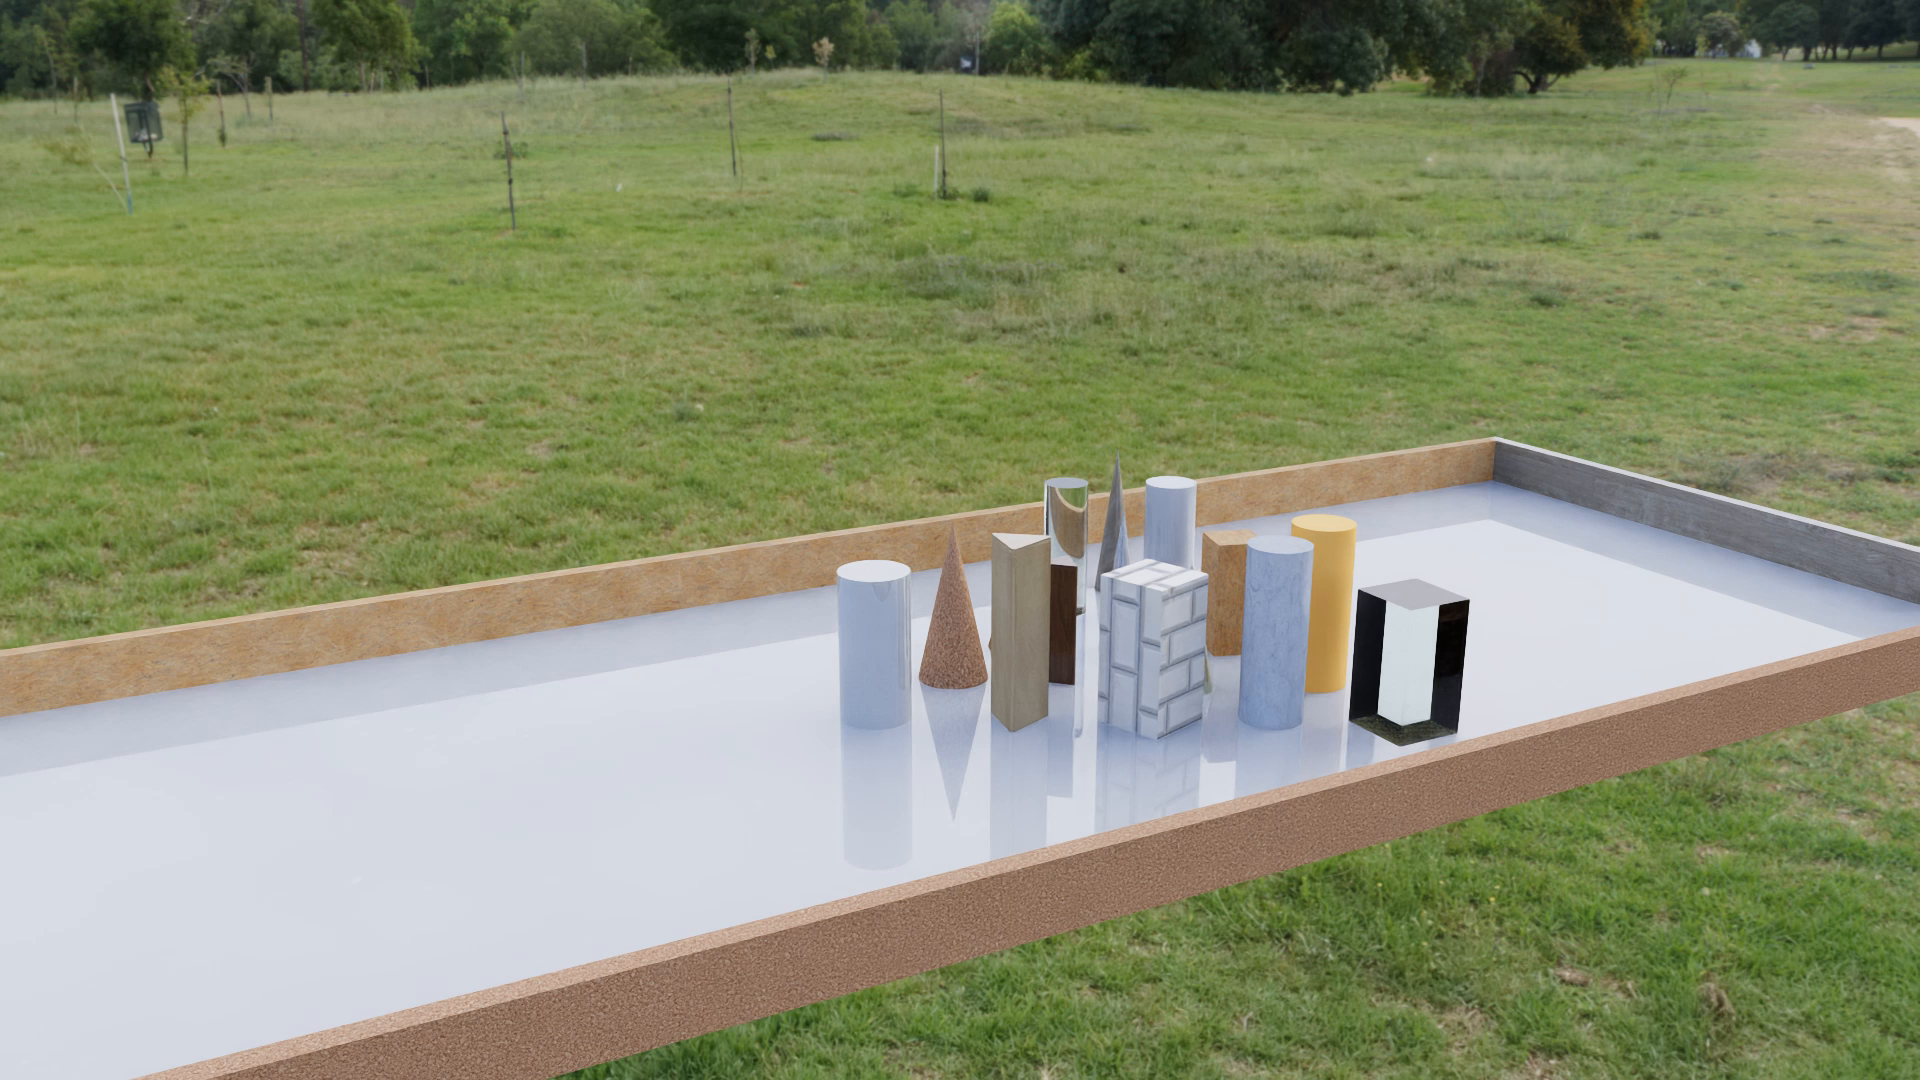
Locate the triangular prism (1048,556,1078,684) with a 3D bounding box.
[{"bbox_3d":[0.255,0.198,4.130,0.093,0.311,0.081,5,17,17],"label":"triangular prism"}]

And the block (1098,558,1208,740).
[{"bbox_3d":[0.449,0.252,3.856,0.176,0.361,0.176,15,22,42],"label":"block"}]

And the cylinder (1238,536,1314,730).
[{"bbox_3d":[0.738,0.216,3.858,0.152,0.430,0.152,0,16,0],"label":"cylinder"}]

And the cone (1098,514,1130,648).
[{"bbox_3d":[0.423,0.104,4.316,0.115,0.386,0.115,0,16,0],"label":"cone"}]

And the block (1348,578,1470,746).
[{"bbox_3d":[1.038,0.280,3.820,0.176,0.328,0.176,-8,18,-26],"label":"block"}]

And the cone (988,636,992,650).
[{"bbox_3d":[0.160,0.138,4.351,0.171,0.301,0.171,0,16,0],"label":"cone"}]

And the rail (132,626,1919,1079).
[{"bbox_3d":[-2.336,1.006,1.665,12.000,0.150,0.050,-9,18,-27],"label":"rail"}]

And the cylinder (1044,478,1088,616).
[{"bbox_3d":[0.295,0.020,4.625,0.123,0.373,0.123,0,16,0],"label":"cylinder"}]

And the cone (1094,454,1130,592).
[{"bbox_3d":[0.455,-0.062,4.809,0.116,0.426,0.116,0,16,0],"label":"cone"}]

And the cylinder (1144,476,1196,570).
[{"bbox_3d":[0.583,0.023,4.600,0.140,0.381,0.140,0,16,0],"label":"cylinder"}]

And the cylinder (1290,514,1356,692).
[{"bbox_3d":[0.890,0.157,4.086,0.156,0.415,0.156,0,16,0],"label":"cylinder"}]

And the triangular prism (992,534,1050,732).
[{"bbox_3d":[0.121,0.208,3.858,0.119,0.444,0.137,13,21,38],"label":"triangular prism"}]

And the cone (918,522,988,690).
[{"bbox_3d":[-0.017,0.150,4.120,0.177,0.409,0.177,0,16,0],"label":"cone"}]

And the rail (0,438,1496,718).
[{"bbox_3d":[-3.305,0.497,3.399,12.000,0.150,0.050,-9,18,-27],"label":"rail"}]

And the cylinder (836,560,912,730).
[{"bbox_3d":[-0.200,0.245,3.878,0.172,0.362,0.172,0,16,0],"label":"cylinder"}]

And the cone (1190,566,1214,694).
[{"bbox_3d":[0.567,0.210,4.067,0.133,0.322,0.133,0,16,0],"label":"cone"}]

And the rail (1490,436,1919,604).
[{"bbox_3d":[2.466,-0.048,5.253,0.050,0.150,2.100,-9,18,-27],"label":"rail"}]

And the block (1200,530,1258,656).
[{"bbox_3d":[0.717,0.138,4.347,0.130,0.303,0.130,-3,17,-10],"label":"block"}]
